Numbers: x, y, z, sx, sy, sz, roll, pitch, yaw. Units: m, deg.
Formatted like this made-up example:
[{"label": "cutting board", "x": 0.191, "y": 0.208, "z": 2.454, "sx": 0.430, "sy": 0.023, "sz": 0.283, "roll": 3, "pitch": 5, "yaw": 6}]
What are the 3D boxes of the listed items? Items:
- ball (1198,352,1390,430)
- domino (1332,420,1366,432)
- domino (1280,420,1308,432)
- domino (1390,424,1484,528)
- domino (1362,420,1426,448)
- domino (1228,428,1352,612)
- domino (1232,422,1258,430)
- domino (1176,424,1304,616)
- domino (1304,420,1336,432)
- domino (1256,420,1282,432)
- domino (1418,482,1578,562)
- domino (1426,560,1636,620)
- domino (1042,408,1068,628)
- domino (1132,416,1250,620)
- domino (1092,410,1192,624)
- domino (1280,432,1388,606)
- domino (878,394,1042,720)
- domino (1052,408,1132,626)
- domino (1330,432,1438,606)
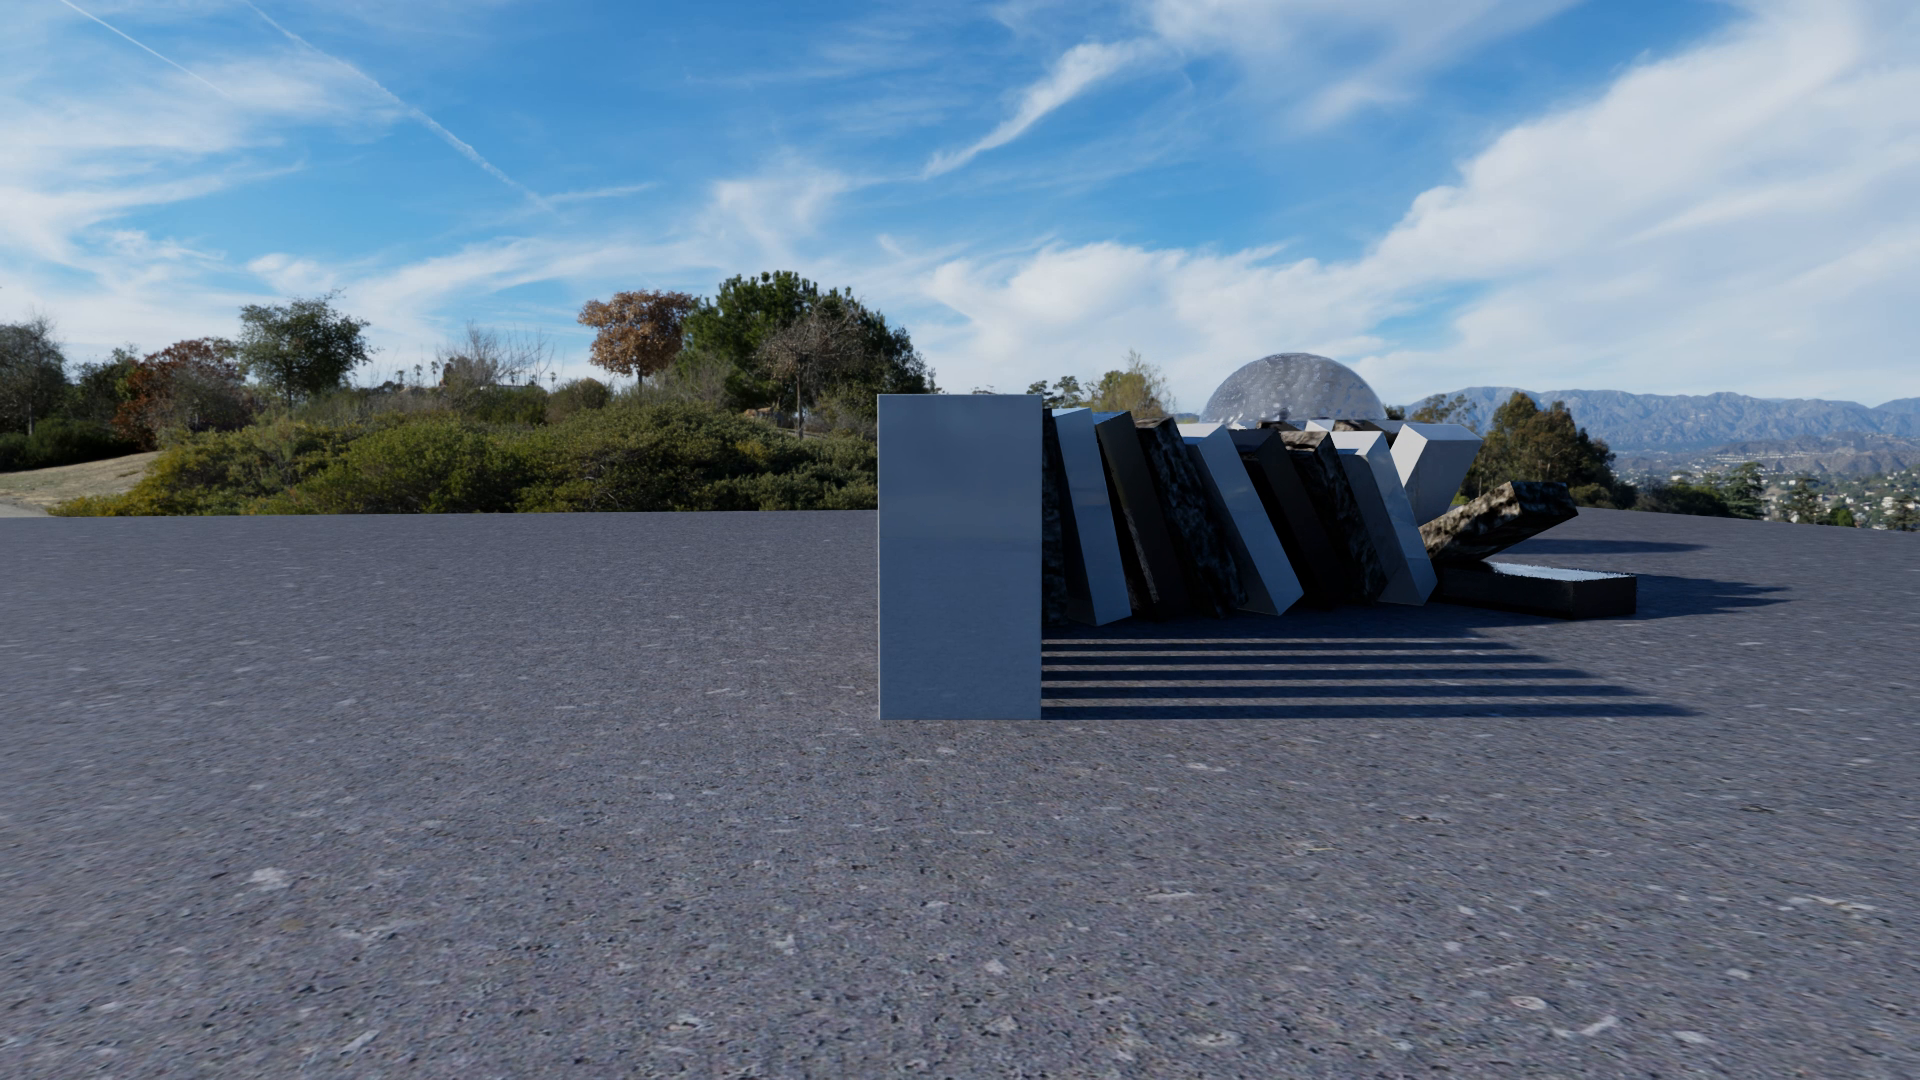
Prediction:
[{"label": "ball", "x": 0.138, "y": -0.037, "z": 0.533, "sx": 0.080, "sy": 0.080, "sz": 0.080, "roll": 0, "pitch": 4, "yaw": 0}, {"label": "domino", "x": 0.120, "y": -0.012, "z": 0.397, "sx": 0.025, "sy": 0.050, "sz": 0.010, "roll": -3, "pitch": 28, "yaw": -33}, {"label": "domino", "x": 0.109, "y": -0.013, "z": 0.414, "sx": 0.025, "sy": 0.050, "sz": 0.010, "roll": -3, "pitch": 28, "yaw": -32}, {"label": "domino", "x": 0.131, "y": -0.010, "z": 0.376, "sx": 0.025, "sy": 0.050, "sz": 0.009, "roll": -3, "pitch": 35, "yaw": -32}, {"label": "domino", "x": 0.126, "y": -0.011, "z": 0.387, "sx": 0.025, "sy": 0.050, "sz": 0.009, "roll": -3, "pitch": 29, "yaw": -33}, {"label": "domino", "x": 0.079, "y": -0.005, "z": 0.329, "sx": 0.009, "sy": 0.050, "sz": 0.025, "roll": -42, "pitch": 25, "yaw": -24}, {"label": "domino", "x": 0.097, "y": -0.015, "z": 0.431, "sx": 0.025, "sy": 0.050, "sz": 0.009, "roll": -3, "pitch": 28, "yaw": -32}, {"label": "domino", "x": 0.065, "y": -0.005, "z": 0.323, "sx": 0.009, "sy": 0.050, "sz": 0.025, "roll": -37, "pitch": 20, "yaw": -21}, {"label": "domino", "x": 0.114, "y": -0.013, "z": 0.405, "sx": 0.025, "sy": 0.050, "sz": 0.010, "roll": -3, "pitch": 28, "yaw": -33}, {"label": "domino", "x": 0.103, "y": -0.014, "z": 0.422, "sx": 0.025, "sy": 0.050, "sz": 0.009, "roll": -3, "pitch": 28, "yaw": -32}, {"label": "domino", "x": 0.141, "y": -0.001, "z": 0.357, "sx": 0.025, "sy": 0.009, "sz": 0.050, "roll": 0, "pitch": -23, "yaw": -33}, {"label": "domino", "x": 0.146, "y": 0.013, "z": 0.337, "sx": 0.025, "sy": 0.010, "sz": 0.050, "roll": -2, "pitch": 5, "yaw": -29}, {"label": "domino", "x": 0.014, "y": -0.006, "z": 0.305, "sx": 0.010, "sy": 0.050, "sz": 0.025, "roll": -7, "pitch": 7, "yaw": -21}, {"label": "domino", "x": 0.052, "y": -0.006, "z": 0.318, "sx": 0.009, "sy": 0.050, "sz": 0.025, "roll": -30, "pitch": 15, "yaw": -19}, {"label": "domino", "x": 0.039, "y": -0.006, "z": 0.313, "sx": 0.009, "sy": 0.050, "sz": 0.025, "roll": -23, "pitch": 12, "yaw": -19}, {"label": "domino", "x": 0.091, "y": -0.005, "z": 0.335, "sx": 0.025, "sy": 0.050, "sz": 0.009, "roll": 5, "pitch": 43, "yaw": 48}, {"label": "domino", "x": 0.000, "y": 0.002, "z": 0.201, "sx": 0.025, "sy": 0.050, "sz": 0.009, "roll": 0, "pitch": 4, "yaw": 0}, {"label": "domino", "x": 0.026, "y": -0.006, "z": 0.308, "sx": 0.009, "sy": 0.050, "sz": 0.025, "roll": -16, "pitch": 10, "yaw": -20}, {"label": "domino", "x": 0.105, "y": -0.006, "z": 0.338, "sx": 0.025, "sy": 0.050, "sz": 0.009, "roll": 5, "pitch": 43, "yaw": 48}]
